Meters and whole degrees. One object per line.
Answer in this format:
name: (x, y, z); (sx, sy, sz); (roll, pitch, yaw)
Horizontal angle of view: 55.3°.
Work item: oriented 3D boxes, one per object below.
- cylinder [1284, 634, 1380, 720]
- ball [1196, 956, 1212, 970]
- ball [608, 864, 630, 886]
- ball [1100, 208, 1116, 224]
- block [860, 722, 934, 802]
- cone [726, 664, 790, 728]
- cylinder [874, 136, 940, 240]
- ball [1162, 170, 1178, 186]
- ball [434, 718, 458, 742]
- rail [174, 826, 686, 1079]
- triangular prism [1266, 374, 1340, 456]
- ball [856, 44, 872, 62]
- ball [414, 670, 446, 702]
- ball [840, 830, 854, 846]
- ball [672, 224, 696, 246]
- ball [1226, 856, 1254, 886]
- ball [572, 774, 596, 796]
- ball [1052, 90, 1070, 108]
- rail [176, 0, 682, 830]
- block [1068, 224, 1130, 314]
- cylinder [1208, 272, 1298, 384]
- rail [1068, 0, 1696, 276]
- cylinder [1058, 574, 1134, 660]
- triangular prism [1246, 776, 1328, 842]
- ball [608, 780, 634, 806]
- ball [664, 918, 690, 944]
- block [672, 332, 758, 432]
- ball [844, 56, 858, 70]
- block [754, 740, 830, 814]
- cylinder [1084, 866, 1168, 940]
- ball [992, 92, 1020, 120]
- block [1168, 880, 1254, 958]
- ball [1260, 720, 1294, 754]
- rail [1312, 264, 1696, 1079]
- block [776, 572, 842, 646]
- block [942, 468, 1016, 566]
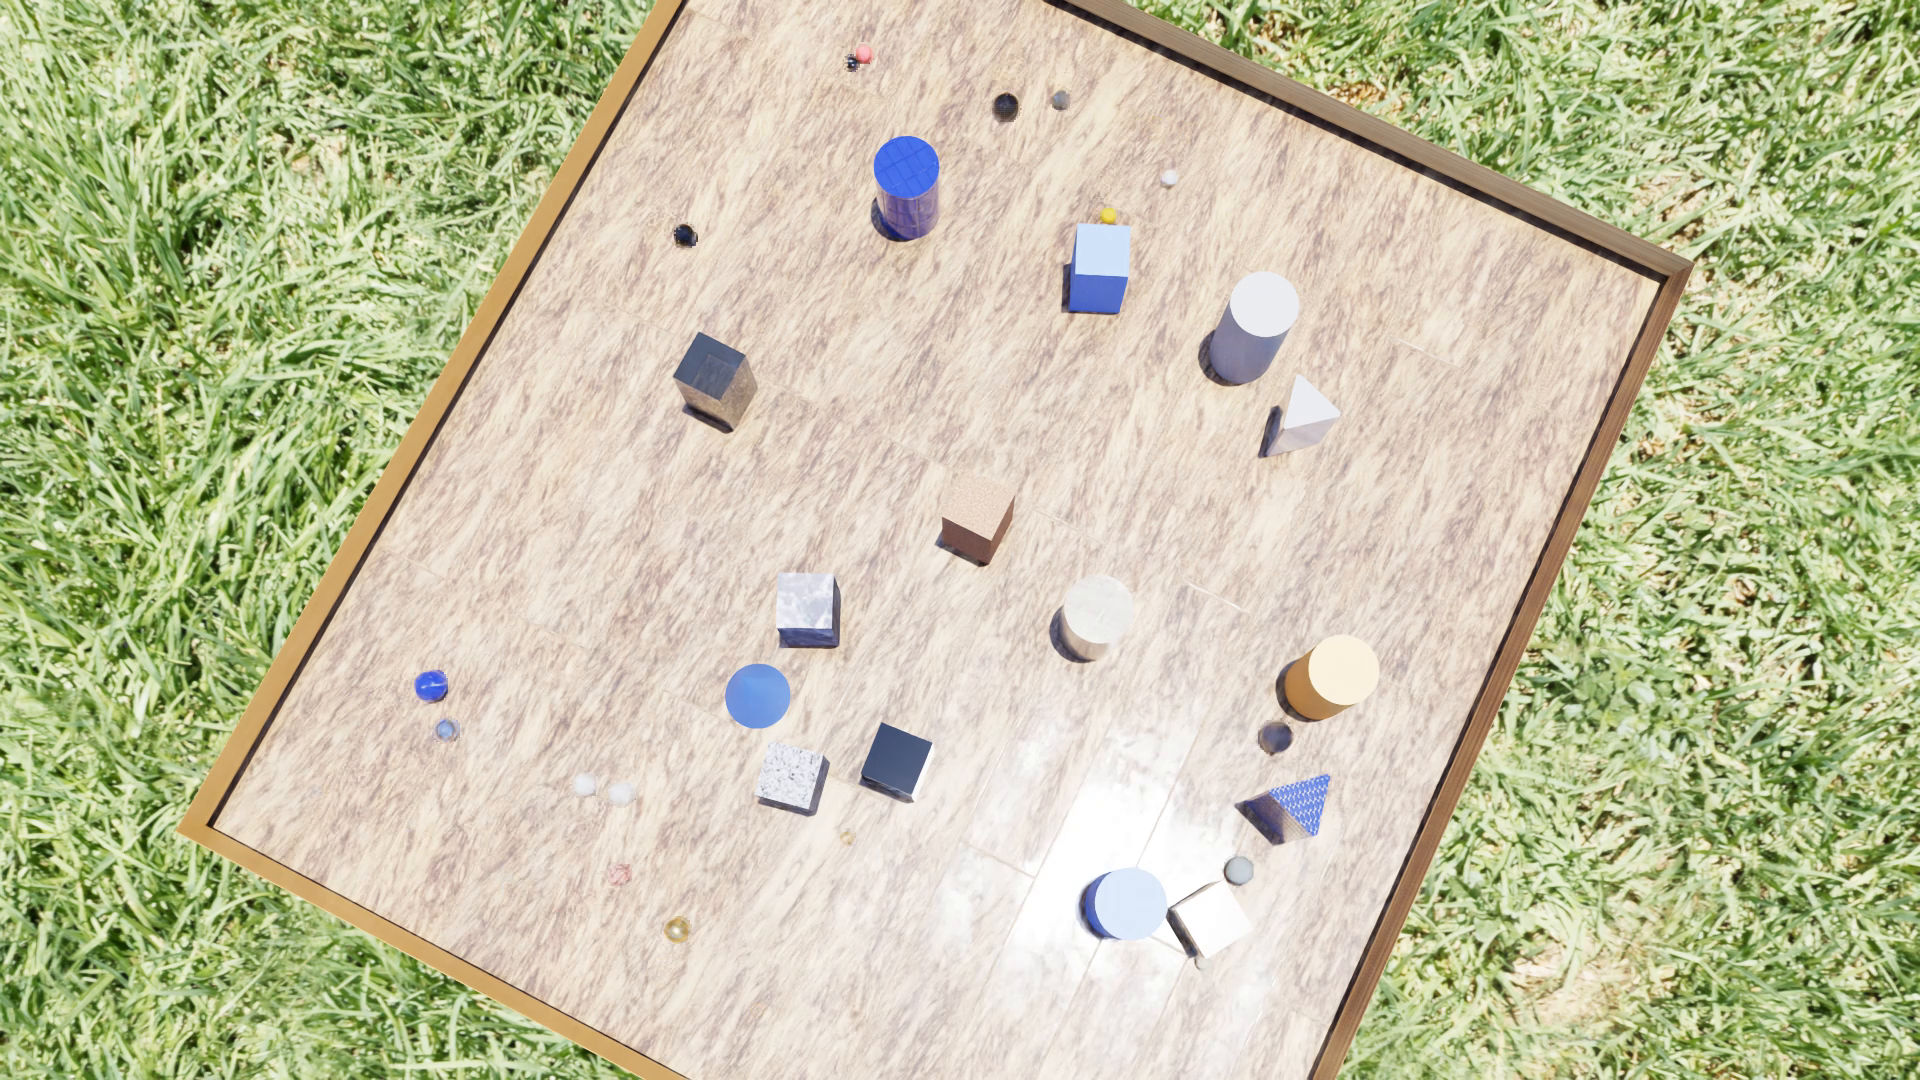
cylinder: (1.078, 0.403, 5.334); (0.198, 0.390, 0.198); (0, 78, 0)
ball: (0.710, 1.230, 5.338); (0.047, 0.047, 0.047); (0, 78, 0)
ball: (-1.002, 0.984, 5.379); (0.066, 0.066, 0.066); (0, 78, 0)
ball: (0.470, -1.026, 5.802); (0.054, 0.054, 0.054); (0, 78, 0)
block: (-0.179, 0.648, 5.327); (0.159, 0.303, 0.159); (22, 79, 4)
cone: (-0.609, 0.425, 5.302); (0.198, 0.443, 0.198); (0, 78, 0)
cylinder: (-0.161, -1.084, 5.664); (0.198, 0.347, 0.198); (0, 78, 0)
ball: (0.666, -1.150, 5.828); (0.053, 0.053, 0.053); (0, 78, 0)
ball: (-1.532, 0.566, 5.464); (0.069, 0.069, 0.069); (0, 78, 0)
rail: (-0.792, 1.558, 5.227); (3.293, 0.129, 0.045); (26, 80, 5)
triangular prism: (1.013, -0.385, 5.531); (0.172, 0.323, 0.149); (-14, 79, -3)
ball: (-0.310, -1.572, 5.914); (0.055, 0.055, 0.055); (0, 78, 0)
ball: (-1.585, 0.437, 5.478); (0.094, 0.094, 0.094); (0, 78, 0)
ball: (-0.332, 0.880, 5.413); (0.042, 0.042, 0.042); (0, 78, 0)
ball: (-0.870, -0.961, 5.779); (0.071, 0.071, 0.071); (0, 78, 0)
ball: (0.821, 0.969, 5.373); (0.085, 0.085, 0.085); (0, 78, 0)
ball: (-1.112, 0.726, 5.431); (0.069, 0.069, 0.069); (0, 78, 0)
ball: (0.324, -1.415, 5.880); (0.057, 0.057, 0.057); (0, 78, 0)
rail: (-1.452, -0.704, 5.696); (0.045, 0.129, 3.589); (26, 80, 5)
block: (0.426, -0.829, 5.617); (0.159, 0.335, 0.159); (3, 78, 1)
cylinder: (0.878, -0.633, 5.509); (0.198, 0.468, 0.198); (0, 78, 0)
rail: (0.792, -1.544, 5.869); (3.293, 0.129, 0.045); (26, 80, 5)
cylinder: (0.396, 0.232, 5.385); (0.198, 0.359, 0.198); (0, 78, 0)
triangular prism: (0.961, 0.741, 5.237); (0.149, 0.442, 0.172); (-44, 82, -8)
ball: (-1.003, 0.749, 5.425); (0.073, 0.073, 0.073); (0, 78, 0)
ball: (-0.825, 1.140, 5.344); (0.072, 0.072, 0.072); (0, 78, 0)
block: (-0.736, -0.476, 5.540); (0.159, 0.343, 0.159); (27, 80, 5)
ball: (-0.351, -1.540, 5.914); (0.042, 0.042, 0.042); (0, 78, 0)
block: (-0.484, 0.693, 5.324); (0.159, 0.293, 0.159); (14, 79, 3)
cylinder: (0.466, 1.031, 5.191); (0.198, 0.416, 0.198); (0, 78, 0)
ball: (0.148, -1.387, 5.860); (0.086, 0.086, 0.086); (0, 78, 0)
block: (0.716, 1.089, 5.266); (0.159, 0.244, 0.159); (-30, 80, -6)
ball: (0.941, 0.586, 5.446); (0.097, 0.097, 0.097); (0, 78, 0)
rail: (1.452, 0.718, 5.401); (0.045, 0.129, 3.589); (26, 80, 5)
block: (-0.443, 0.208, 5.396); (0.159, 0.348, 0.159); (1, 78, 0)
block: (0.054, -0.065, 5.442); (0.159, 0.369, 0.159); (26, 80, 5)
